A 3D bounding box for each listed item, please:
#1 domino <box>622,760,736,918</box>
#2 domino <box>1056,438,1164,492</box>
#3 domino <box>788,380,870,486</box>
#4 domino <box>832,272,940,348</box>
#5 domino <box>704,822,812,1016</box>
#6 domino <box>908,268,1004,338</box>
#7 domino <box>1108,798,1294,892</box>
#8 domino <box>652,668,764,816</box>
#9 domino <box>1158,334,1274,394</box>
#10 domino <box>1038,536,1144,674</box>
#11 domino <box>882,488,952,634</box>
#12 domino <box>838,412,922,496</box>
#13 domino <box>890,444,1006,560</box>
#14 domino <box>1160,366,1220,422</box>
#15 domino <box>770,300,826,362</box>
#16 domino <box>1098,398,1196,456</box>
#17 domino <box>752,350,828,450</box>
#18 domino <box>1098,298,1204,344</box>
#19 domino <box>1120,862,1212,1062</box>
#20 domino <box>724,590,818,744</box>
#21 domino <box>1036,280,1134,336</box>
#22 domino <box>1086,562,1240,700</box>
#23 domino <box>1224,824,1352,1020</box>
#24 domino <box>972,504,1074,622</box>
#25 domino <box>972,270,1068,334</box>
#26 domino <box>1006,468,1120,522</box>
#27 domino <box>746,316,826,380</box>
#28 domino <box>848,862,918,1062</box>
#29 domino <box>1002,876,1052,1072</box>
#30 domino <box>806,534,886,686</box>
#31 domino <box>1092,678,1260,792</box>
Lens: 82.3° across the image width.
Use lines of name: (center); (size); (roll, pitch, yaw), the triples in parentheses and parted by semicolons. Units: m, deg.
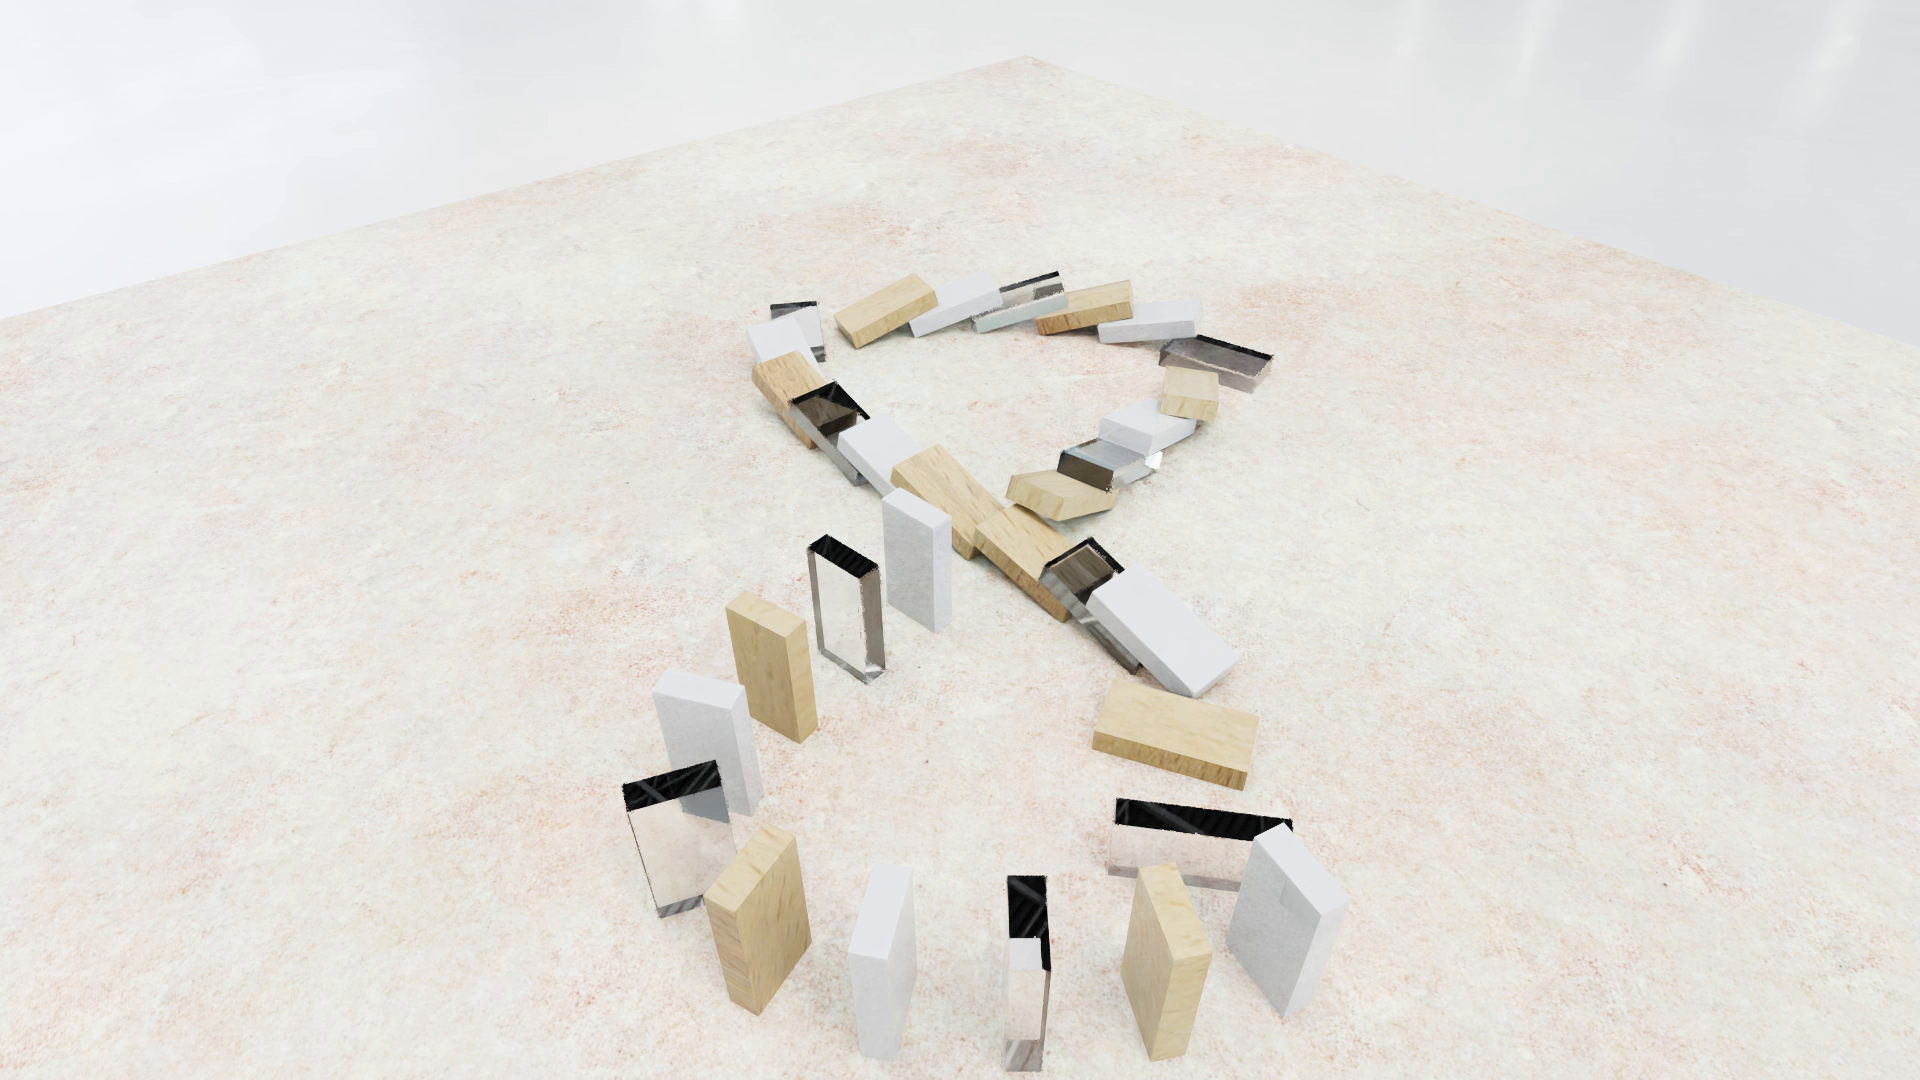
domino: (-0.077, 0.085, 0.308); (0.025, 0.050, 0.010); (-13, 41, -16)
domino: (0.065, -0.034, 0.473); (0.025, 0.010, 0.050); (24, 26, 27)
domino: (-0.051, -0.048, 0.492); (0.025, 0.010, 0.050); (-29, 64, -31)
domino: (-0.039, -0.122, 0.581); (0.050, 0.009, 0.025); (-30, 44, -10)
domino: (-0.052, 0.100, 0.289); (0.009, 0.050, 0.025); (19, 43, 22)
domino: (-0.005, -0.127, 0.587); (0.050, 0.009, 0.025); (-21, 41, 0)
domino: (0.069, 0.090, 0.321); (0.050, 0.025, 0.009); (6, 40, 7)
domino: (-0.076, 0.062, 0.335); (0.025, 0.050, 0.010); (10, 40, 12)
domino: (0.129, -0.090, 0.554); (0.050, 0.010, 0.025); (23, 44, 25)
domino: (0.055, 0.023, 0.405); (0.025, 0.010, 0.050); (-29, 63, -31)
domino: (-0.015, 0.008, 0.402); (0.025, 0.050, 0.009); (30, 48, 31)
domino: (-0.027, -0.032, 0.472); (0.025, 0.009, 0.050); (-30, 64, -31)
domino: (-0.003, -0.016, 0.453); (0.025, 0.010, 0.050); (-30, 64, -32)
domino: (0.108, -0.069, 0.517); (0.025, 0.009, 0.050); (10, 25, 8)
domino: (-0.085, -0.109, 0.576); (0.025, 0.009, 0.050); (-7, 40, -8)
domino: (0.085, -0.052, 0.495); (0.025, 0.010, 0.050); (24, 28, 27)
domino: (-0.073, -0.066, 0.513); (0.025, 0.009, 0.050); (-27, 63, -29)
domino: (0.100, -0.114, 0.573); (0.050, 0.010, 0.025); (0, 37, 24)
domino: (0.052, 0.108, 0.280); (0.009, 0.050, 0.025); (-8, 40, -9)
domino: (-0.061, 0.042, 0.360); (0.025, 0.050, 0.010); (23, 45, 26)
domino: (0.066, -0.123, 0.583); (0.050, 0.010, 0.025); (-8, 37, 16)
domino: (0.071, 0.033, 0.388); (0.025, 0.010, 0.050); (-30, 63, -31)
domino: (0.085, 0.101, 0.289); (0.009, 0.050, 0.025); (-18, 43, -21)
domino: (0.031, 0.008, 0.427); (0.025, 0.010, 0.050); (-31, 59, -32)
domino: (0.031, -0.127, 0.588); (0.050, 0.009, 0.025); (-15, 39, 8)
domino: (0.043, -0.020, 0.451); (0.025, 0.009, 0.050); (26, 21, 28)
domino: (-0.085, -0.087, 0.540); (0.025, 0.010, 0.050); (-16, 57, -19)
domino: (-0.019, 0.108, 0.280); (0.009, 0.050, 0.025); (7, 40, 9)
domino: (0.016, 0.110, 0.277); (0.010, 0.050, 0.025); (0, 39, 0)
domino: (-0.039, 0.025, 0.381); (0.025, 0.050, 0.010); (29, 47, 31)
domino: (0.072, 0.064, 0.365); (0.050, 0.010, 0.025); (13, 41, 16)
